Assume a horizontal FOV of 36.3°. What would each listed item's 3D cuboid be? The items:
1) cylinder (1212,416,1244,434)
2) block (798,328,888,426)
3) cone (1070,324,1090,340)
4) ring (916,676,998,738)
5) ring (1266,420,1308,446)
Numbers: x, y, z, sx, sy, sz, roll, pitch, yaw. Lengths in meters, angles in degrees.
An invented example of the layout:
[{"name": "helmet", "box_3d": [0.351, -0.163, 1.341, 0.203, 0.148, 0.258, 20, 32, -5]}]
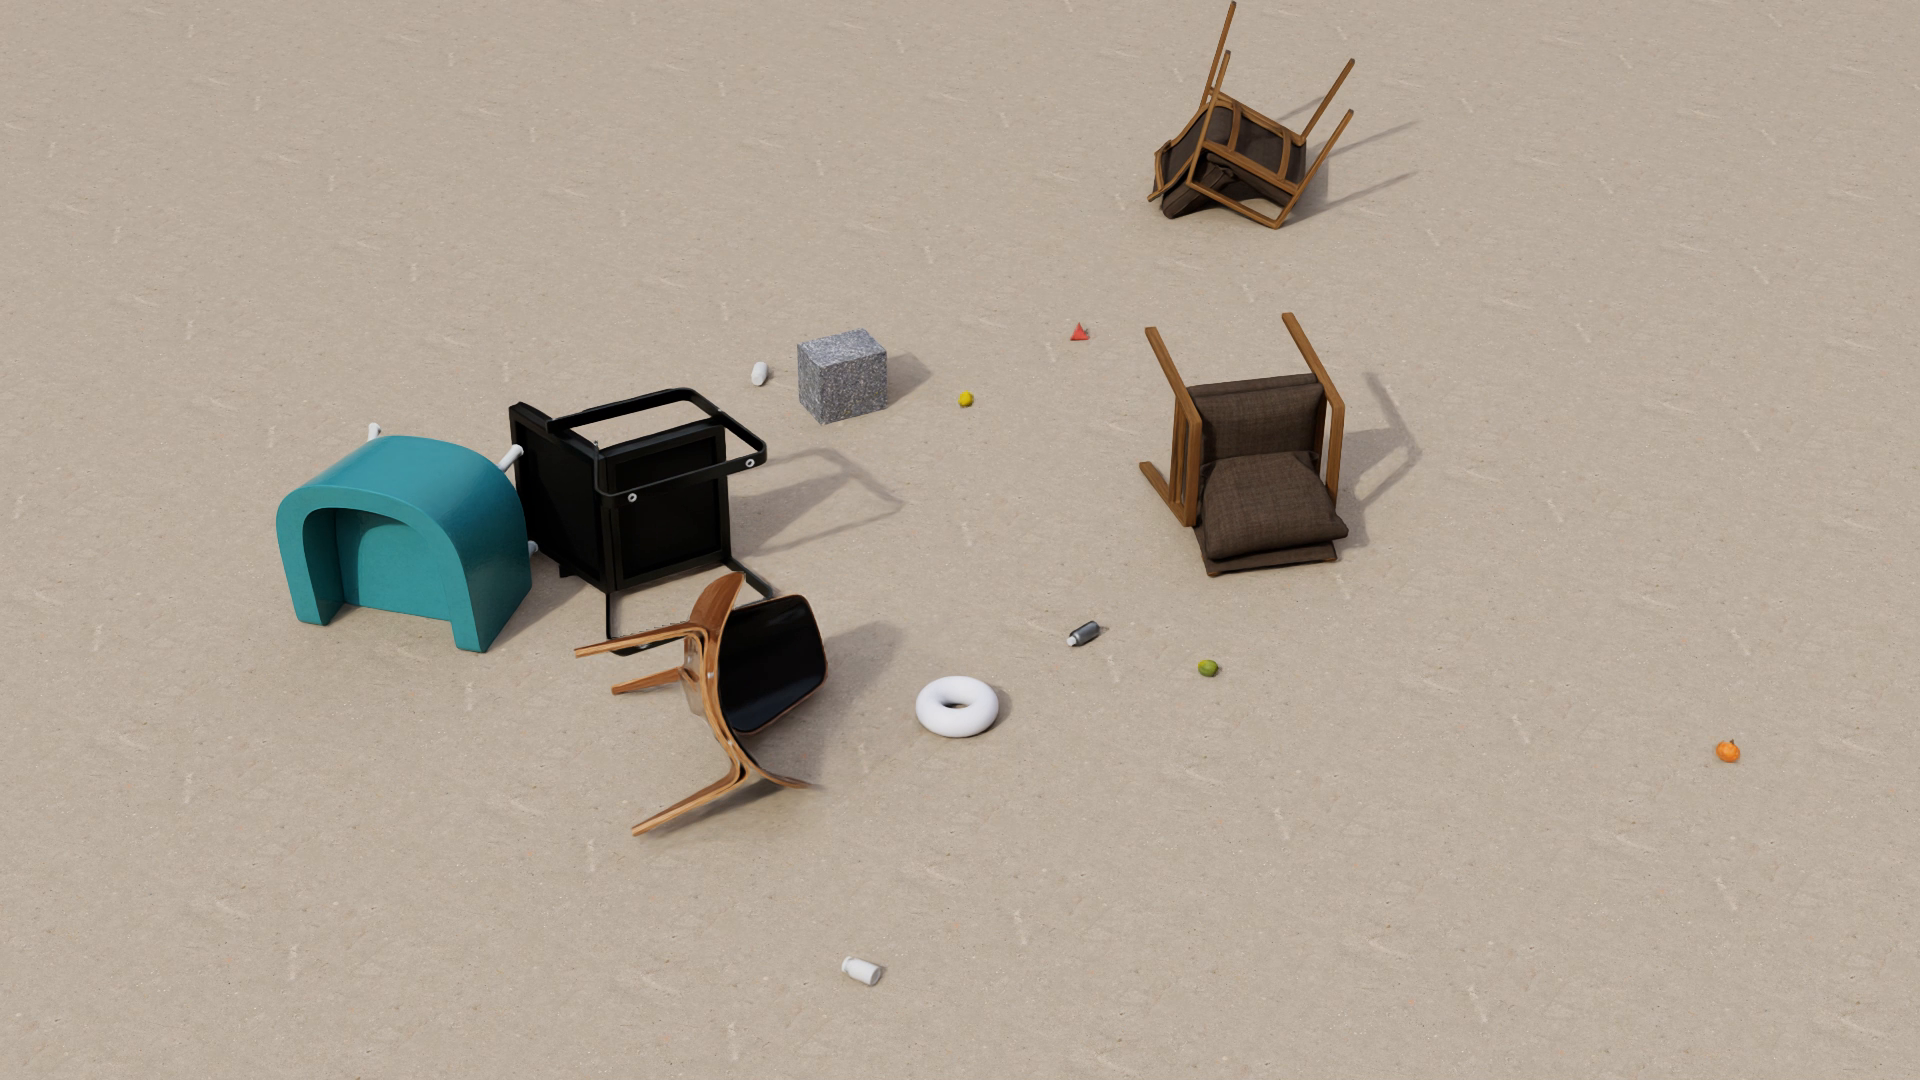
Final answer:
[{"name": "cylinder", "box_3d": [1.060, -0.454, 11.598, 0.102, 0.039, 0.077, 15, 39, 22]}, {"name": "block", "box_3d": [-0.469, -0.653, 11.694, 0.292, 0.265, 0.212, -16, 36, -22]}, {"name": "cone", "box_3d": [0.508, -0.852, 12.207, 0.070, 0.076, 0.082, 29, 40, -8]}, {"name": "ring", "box_3d": [-0.010, 0.567, 9.994, 0.286, 0.100, 0.281, 3, 34, 6]}, {"name": "ring", "box_3d": [1.289, -0.424, 11.542, 0.165, 0.051, 0.157, 26, 41, 33]}]
